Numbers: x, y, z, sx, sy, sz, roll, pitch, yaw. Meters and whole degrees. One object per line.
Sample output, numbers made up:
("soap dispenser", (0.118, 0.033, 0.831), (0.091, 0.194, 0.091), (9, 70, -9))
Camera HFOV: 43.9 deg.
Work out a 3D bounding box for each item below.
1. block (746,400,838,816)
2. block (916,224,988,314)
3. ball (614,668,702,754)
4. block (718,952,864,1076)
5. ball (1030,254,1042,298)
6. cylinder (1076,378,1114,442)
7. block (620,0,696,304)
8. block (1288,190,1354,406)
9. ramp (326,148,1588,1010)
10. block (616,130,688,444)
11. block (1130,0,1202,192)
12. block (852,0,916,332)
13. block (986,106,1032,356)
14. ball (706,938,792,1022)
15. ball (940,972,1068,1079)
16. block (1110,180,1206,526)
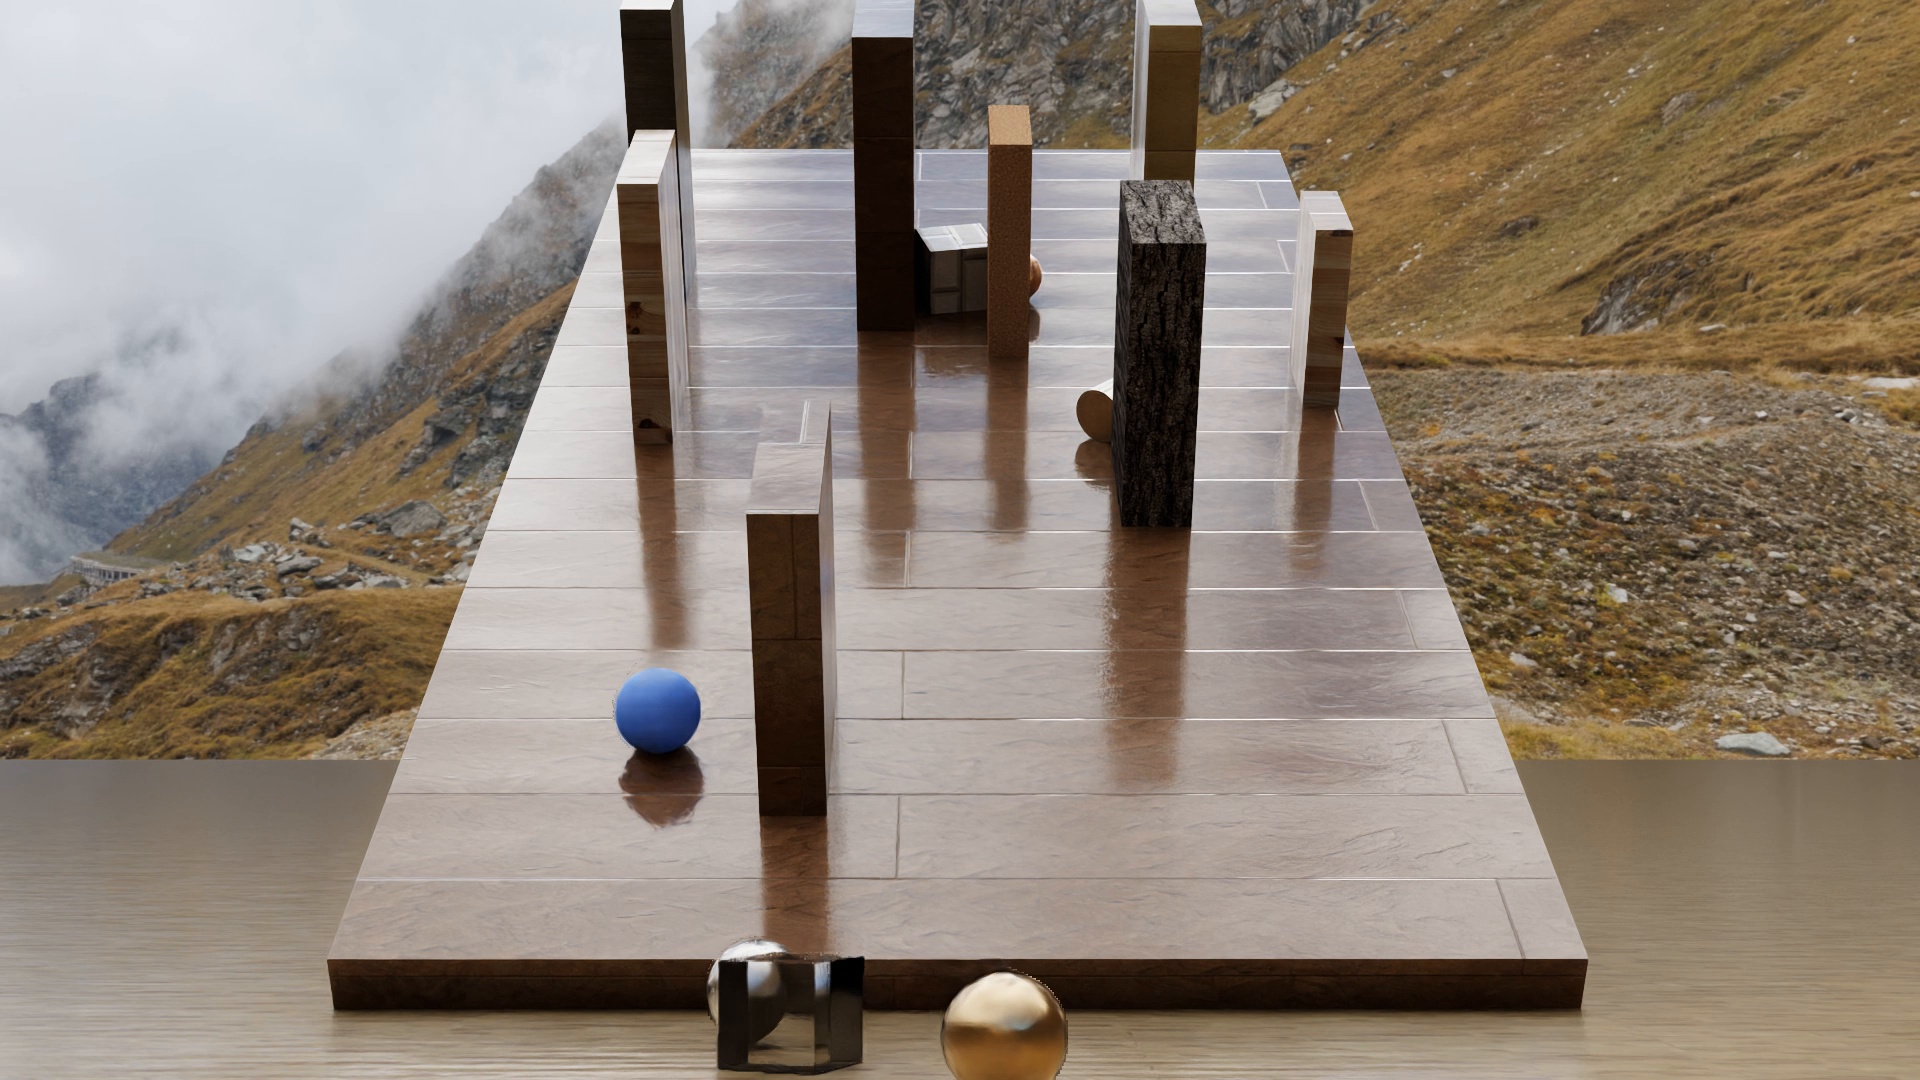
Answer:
("block", (-0.289, 0.115, 4.186), (0.117, 0.588, 0.443), (0, 28, 0))
("block", (-0.012, -0.706, 6.192), (0.172, 0.172, 0.172), (-6, 28, -12))
("ball", (-0.543, 0.307, 4.285), (0.155, 0.155, 0.155), (0, -5, 0))
("block", (-0.221, 0.620, 3.128), (0.140, 0.140, 0.140), (-2, -6, 24))
("ball", (0.147, -0.688, 6.200), (0.135, 0.135, 0.135), (0, -5, 0))
("cylinder", (0.356, -0.305, 5.483), (0.127, 0.127, 0.127), (-5, 18, 44))
("block", (-0.774, -1.024, 6.146), (0.125, 0.775, 0.285), (0, 28, 0))
("block", (0.855, -0.575, 5.660), (0.086, 0.441, 0.264), (0, 28, 0))
("ramp", (-0.011, -0.224, 5.569), (2.000, 0.100, 4.000), (0, 28, 0))
("block", (-0.702, -0.583, 5.472), (0.089, 0.623, 0.372), (0, 28, 0))
("block", (0.519, -1.005, 6.124), (0.127, 0.768, 0.439), (0, 28, 0))
("block", (-0.187, -0.950, 6.026), (0.146, 0.759, 0.364), (0, 28, 0))
("block", (0.120, -0.767, 5.909), (0.100, 0.545, 0.306), (0, 28, 0))
("ball", (-0.289, 0.642, 3.398), (0.145, 0.145, 0.145), (0, -5, 0))
("ball", (0.052, 0.587, 2.818), (0.150, 0.150, 0.150), (0, -5, 0))
("block", (0.420, -0.402, 5.114), (0.150, 0.642, 0.384), (0, 28, 0))
